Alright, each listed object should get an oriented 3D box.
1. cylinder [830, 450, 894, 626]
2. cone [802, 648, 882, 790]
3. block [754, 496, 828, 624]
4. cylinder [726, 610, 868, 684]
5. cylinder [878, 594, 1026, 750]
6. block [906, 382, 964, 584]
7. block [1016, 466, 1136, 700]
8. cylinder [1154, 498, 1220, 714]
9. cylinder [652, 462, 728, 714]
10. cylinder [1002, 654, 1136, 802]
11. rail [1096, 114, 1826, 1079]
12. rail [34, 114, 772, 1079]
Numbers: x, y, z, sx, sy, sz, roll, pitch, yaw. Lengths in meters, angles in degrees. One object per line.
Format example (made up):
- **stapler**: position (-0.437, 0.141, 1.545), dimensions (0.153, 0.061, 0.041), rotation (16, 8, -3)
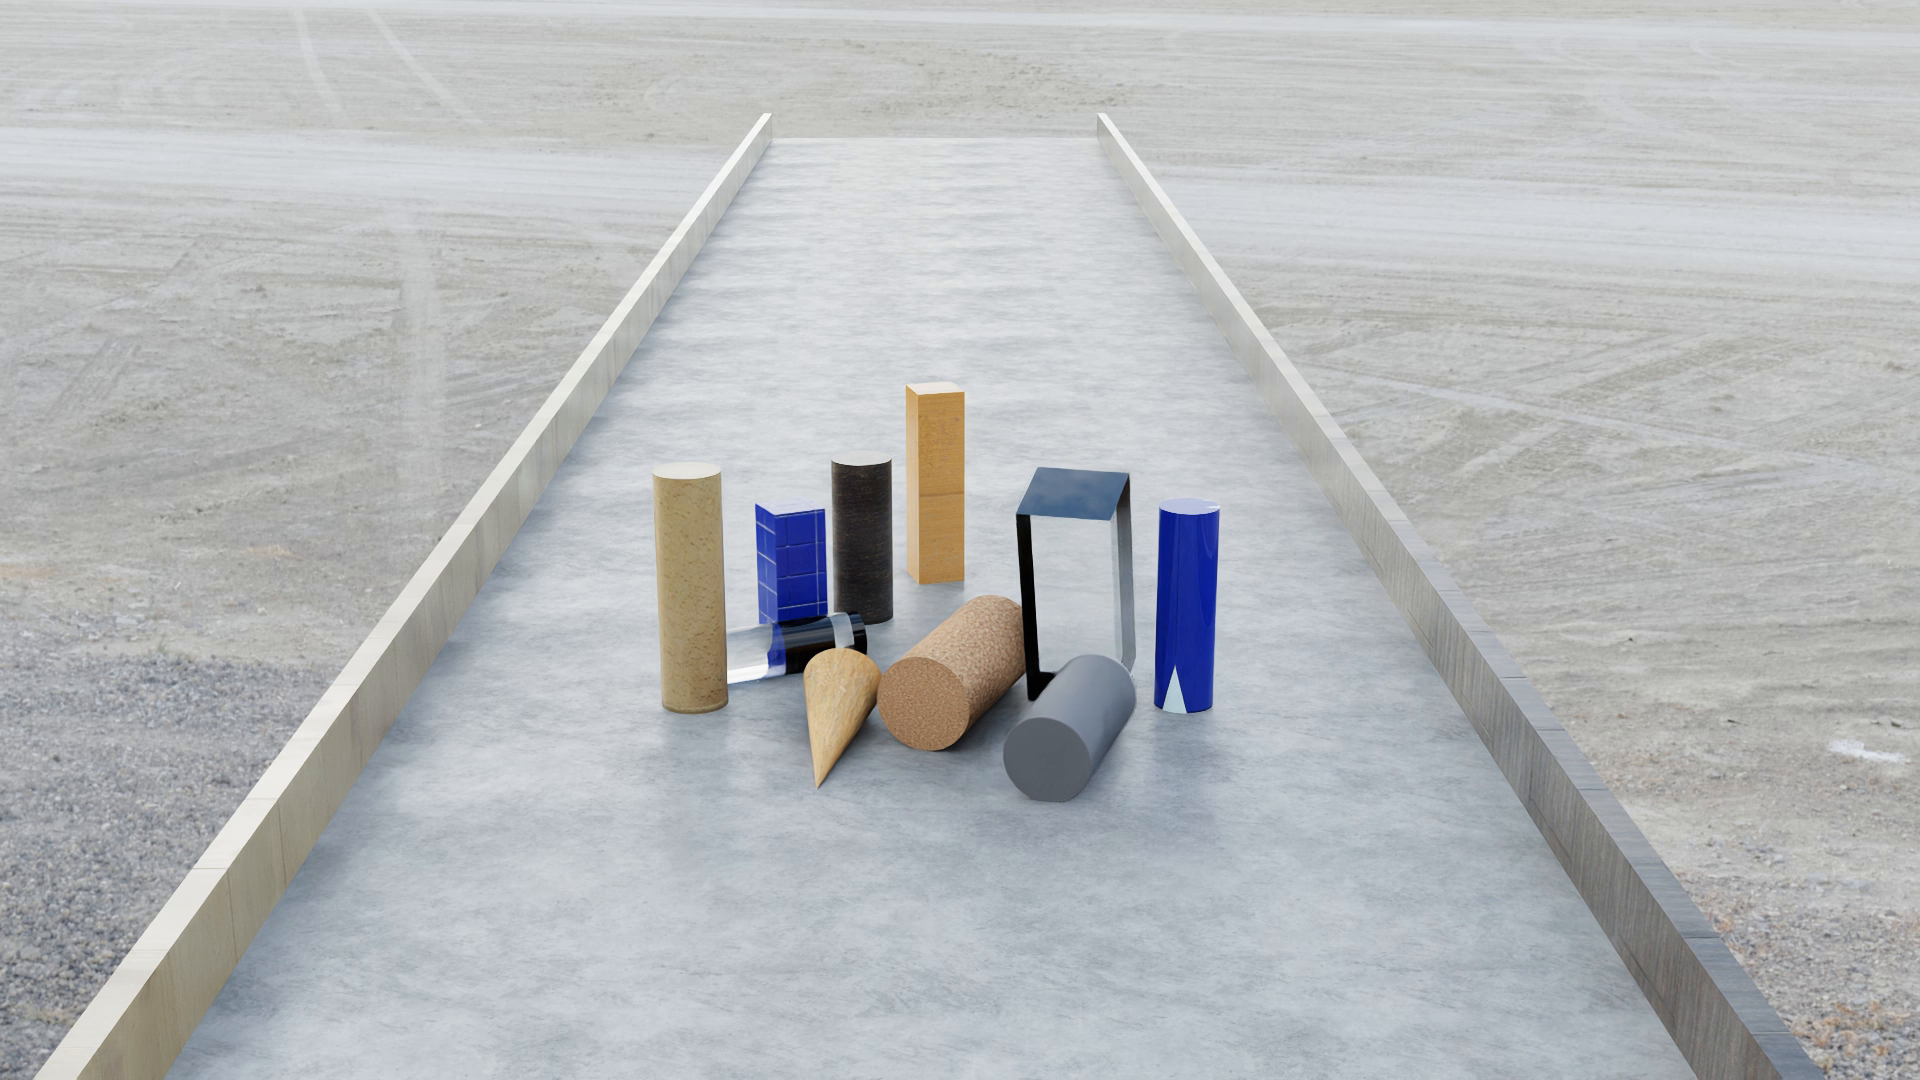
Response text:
- **cylinder**: position (-0.206, -0.005, 4.635), dimensions (0.127, 0.347, 0.127), rotation (0, 17, 0)
- **cone**: position (-0.232, 0.347, 3.929), dimensions (0.151, 0.151, 0.340), rotation (2, 29, 5)
- **block**: position (-0.337, 0.079, 4.418), dimensions (0.108, 0.307, 0.108), rotation (-8, 17, -25)
- **cylinder**: position (-0.343, 0.212, 4.328), dimensions (0.304, 0.107, 0.107), rotation (-8, 18, -25)
- **cylinder**: position (0.001, 0.242, 4.102), dimensions (0.178, 0.178, 0.384), rotation (6, 18, 20)
- **block**: position (-0.055, -0.127, 4.895), dimensions (0.106, 0.432, 0.106), rotation (-5, 17, -15)
- **block**: position (0.222, 0.091, 4.140), dimensions (0.175, 0.414, 0.175), rotation (5, 32, 15)
- **cylinder**: position (0.425, 0.123, 4.130), dimensions (0.113, 0.389, 0.113), rotation (0, 17, 0)
- **cylinder**: position (-0.504, 0.090, 4.122), dimensions (0.126, 0.457, 0.126), rotation (0, 17, 0)
- **cylinder**: position (0.196, 0.326, 3.862), dimensions (0.154, 0.154, 0.332), rotation (5, 17, 17)
- **rail**: position (0.932, -0.844, 7.801), dimensions (0.050, 0.150, 12.000), rotation (0, 17, -1)
- **rail**: position (-1.118, -0.838, 7.780), dimensions (0.050, 0.150, 12.000), rotation (0, 17, -1)
